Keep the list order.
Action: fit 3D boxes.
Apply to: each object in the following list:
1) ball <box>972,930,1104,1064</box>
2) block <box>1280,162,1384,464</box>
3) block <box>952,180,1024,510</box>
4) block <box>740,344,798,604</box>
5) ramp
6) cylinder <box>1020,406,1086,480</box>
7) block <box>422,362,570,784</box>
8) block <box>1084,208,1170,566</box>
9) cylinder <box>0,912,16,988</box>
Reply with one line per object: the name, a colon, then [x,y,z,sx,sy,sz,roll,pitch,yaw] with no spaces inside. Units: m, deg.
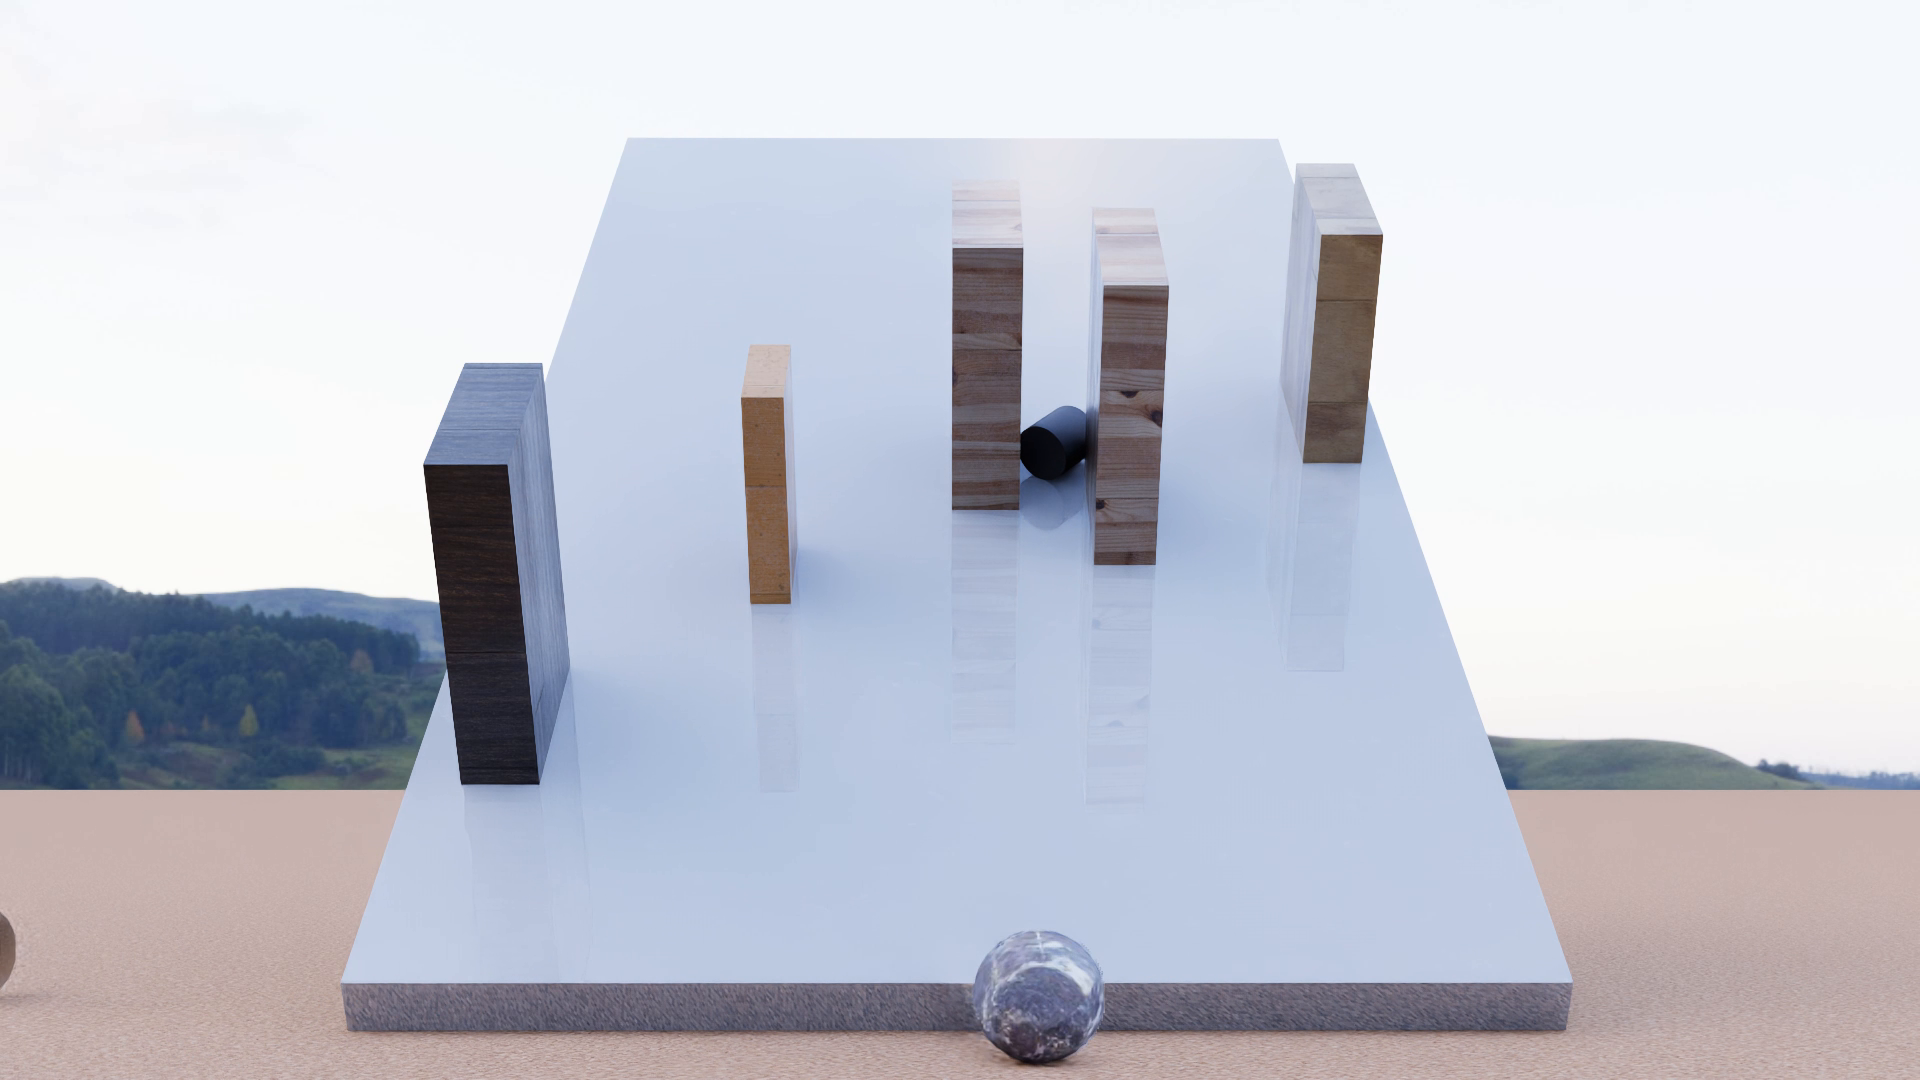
ball: [0.114,0.664,3.500,0.191,0.191,0.191,0,-6,0]
block: [0.852,-0.528,5.557,0.135,0.560,0.441,0,29,0]
block: [0.057,-0.433,5.322,0.149,0.620,0.396,0,29,0]
block: [-0.389,-0.135,4.938,0.084,0.471,0.248,0,29,0]
ramp: [-0.012,-0.215,5.669,2.000,0.100,4.000,0,29,0]
cylinder: [0.221,-0.221,5.444,0.130,0.130,0.130,-5,20,40]
block: [-0.837,0.060,4.397,0.143,0.657,0.406,0,29,0]
block: [0.349,-0.328,5.115,0.131,0.641,0.418,0,29,0]
cylinder: [-1.911,0.776,4.530,0.175,0.175,0.175,-3,-6,27]
